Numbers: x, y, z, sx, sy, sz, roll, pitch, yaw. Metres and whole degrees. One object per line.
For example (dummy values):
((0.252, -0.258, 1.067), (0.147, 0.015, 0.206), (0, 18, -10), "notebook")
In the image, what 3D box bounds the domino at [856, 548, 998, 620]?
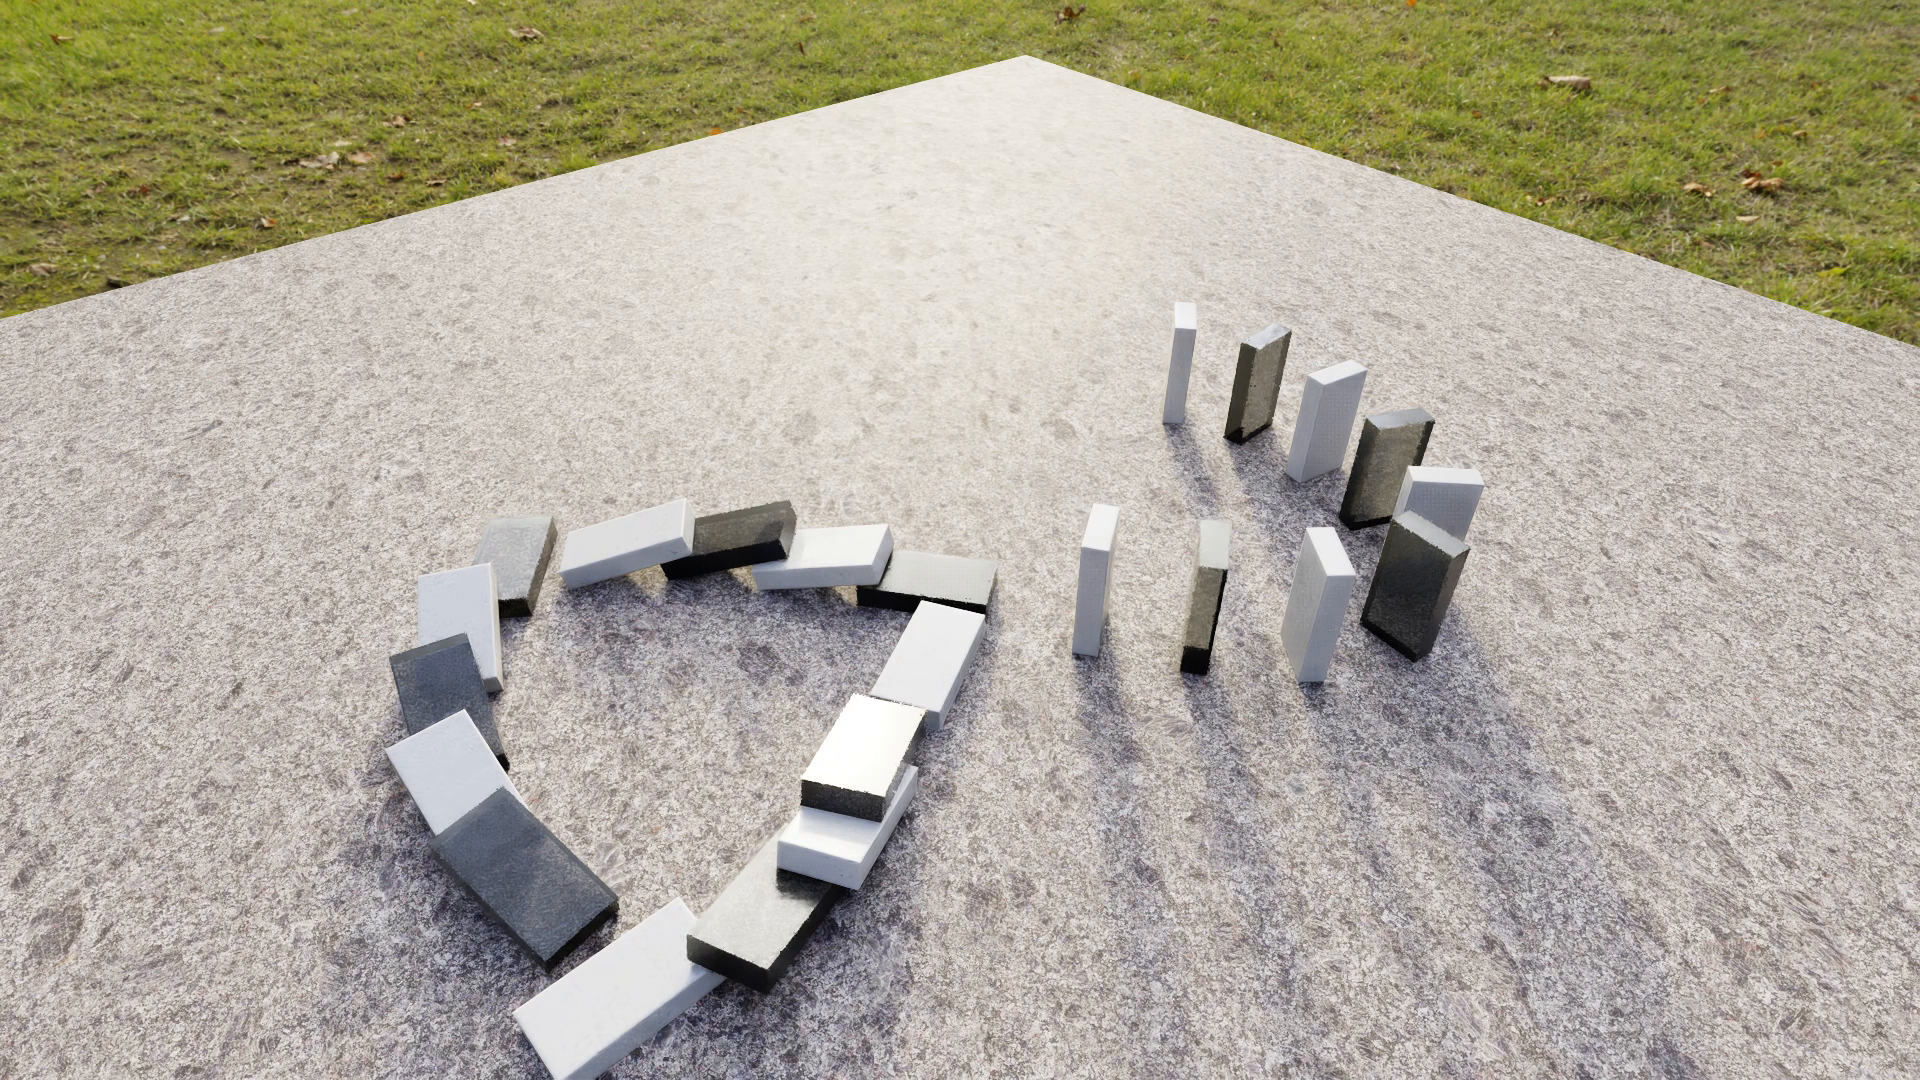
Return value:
((-0.012, 0.017, 0.423), (0.050, 0.010, 0.025), (7, 40, 9), "domino")

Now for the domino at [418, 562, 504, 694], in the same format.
((-0.179, 0.033, 0.394), (0.025, 0.010, 0.050), (-11, 54, -13), "domino")

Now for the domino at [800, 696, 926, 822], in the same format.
((-0.029, 0.067, 0.344), (0.025, 0.010, 0.050), (10, 23, 10), "domino")

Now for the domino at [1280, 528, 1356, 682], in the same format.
((0.124, 0.023, 0.383), (0.009, 0.050, 0.025), (-1, 39, -2), "domino")

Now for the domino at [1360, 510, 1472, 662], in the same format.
((0.161, 0.017, 0.391), (0.009, 0.050, 0.025), (-24, 45, -26), "domino")

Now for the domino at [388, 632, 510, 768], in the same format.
((-0.169, 0.057, 0.364), (0.025, 0.010, 0.050), (-19, 58, -22), "domino")

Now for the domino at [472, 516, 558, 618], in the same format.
((-0.176, 0.010, 0.431), (0.025, 0.010, 0.050), (-3, 39, -4), "domino")

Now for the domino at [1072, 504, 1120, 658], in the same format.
((0.049, 0.015, 0.393), (0.009, 0.050, 0.025), (10, 40, 12), "domino")

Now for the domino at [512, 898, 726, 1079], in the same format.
((-0.090, 0.122, 0.295), (0.050, 0.009, 0.025), (-31, 48, -32), "domino")

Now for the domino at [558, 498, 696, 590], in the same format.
((-0.130, 0.001, 0.432), (0.050, 0.010, 0.025), (-16, 40, 4), "domino")

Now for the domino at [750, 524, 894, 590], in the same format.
((-0.053, 0.007, 0.426), (0.050, 0.009, 0.025), (-3, 37, 17), "domino")

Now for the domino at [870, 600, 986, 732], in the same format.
((-0.011, 0.044, 0.390), (0.025, 0.010, 0.050), (12, 41, 15), "domino")

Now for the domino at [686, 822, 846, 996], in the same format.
((-0.051, 0.102, 0.310), (0.025, 0.009, 0.050), (16, 28, 18), "domino")

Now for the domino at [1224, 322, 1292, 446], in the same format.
((0.134, -0.070, 0.497), (0.025, 0.050, 0.009), (-31, 48, -32), "domino")

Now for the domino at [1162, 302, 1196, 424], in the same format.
((0.102, -0.082, 0.511), (0.010, 0.050, 0.025), (5, 40, 7), "domino")

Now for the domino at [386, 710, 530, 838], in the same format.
((-0.152, 0.079, 0.338), (0.025, 0.010, 0.050), (-29, 63, -31), "domino")

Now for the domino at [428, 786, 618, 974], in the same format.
((-0.125, 0.097, 0.316), (0.050, 0.009, 0.025), (36, 50, 17), "domino")

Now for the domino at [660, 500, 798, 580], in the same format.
((-0.091, 0.000, 0.434), (0.050, 0.009, 0.025), (-10, 38, 11), "domino")

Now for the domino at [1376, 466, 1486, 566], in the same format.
((0.177, -0.004, 0.417), (0.025, 0.050, 0.010), (4, 39, 4), "domino")

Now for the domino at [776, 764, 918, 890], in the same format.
((-0.033, 0.083, 0.331), (0.025, 0.009, 0.050), (11, 23, 14), "domino")

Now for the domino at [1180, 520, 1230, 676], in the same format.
((0.086, 0.021, 0.386), (0.009, 0.050, 0.025), (8, 40, 9), "domino")

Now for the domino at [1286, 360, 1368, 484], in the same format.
((0.157, -0.051, 0.473), (0.025, 0.050, 0.010), (-20, 43, -23), "domino")

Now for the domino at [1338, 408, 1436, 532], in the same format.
((0.172, -0.028, 0.446), (0.025, 0.050, 0.010), (-11, 41, -13), "domino")
